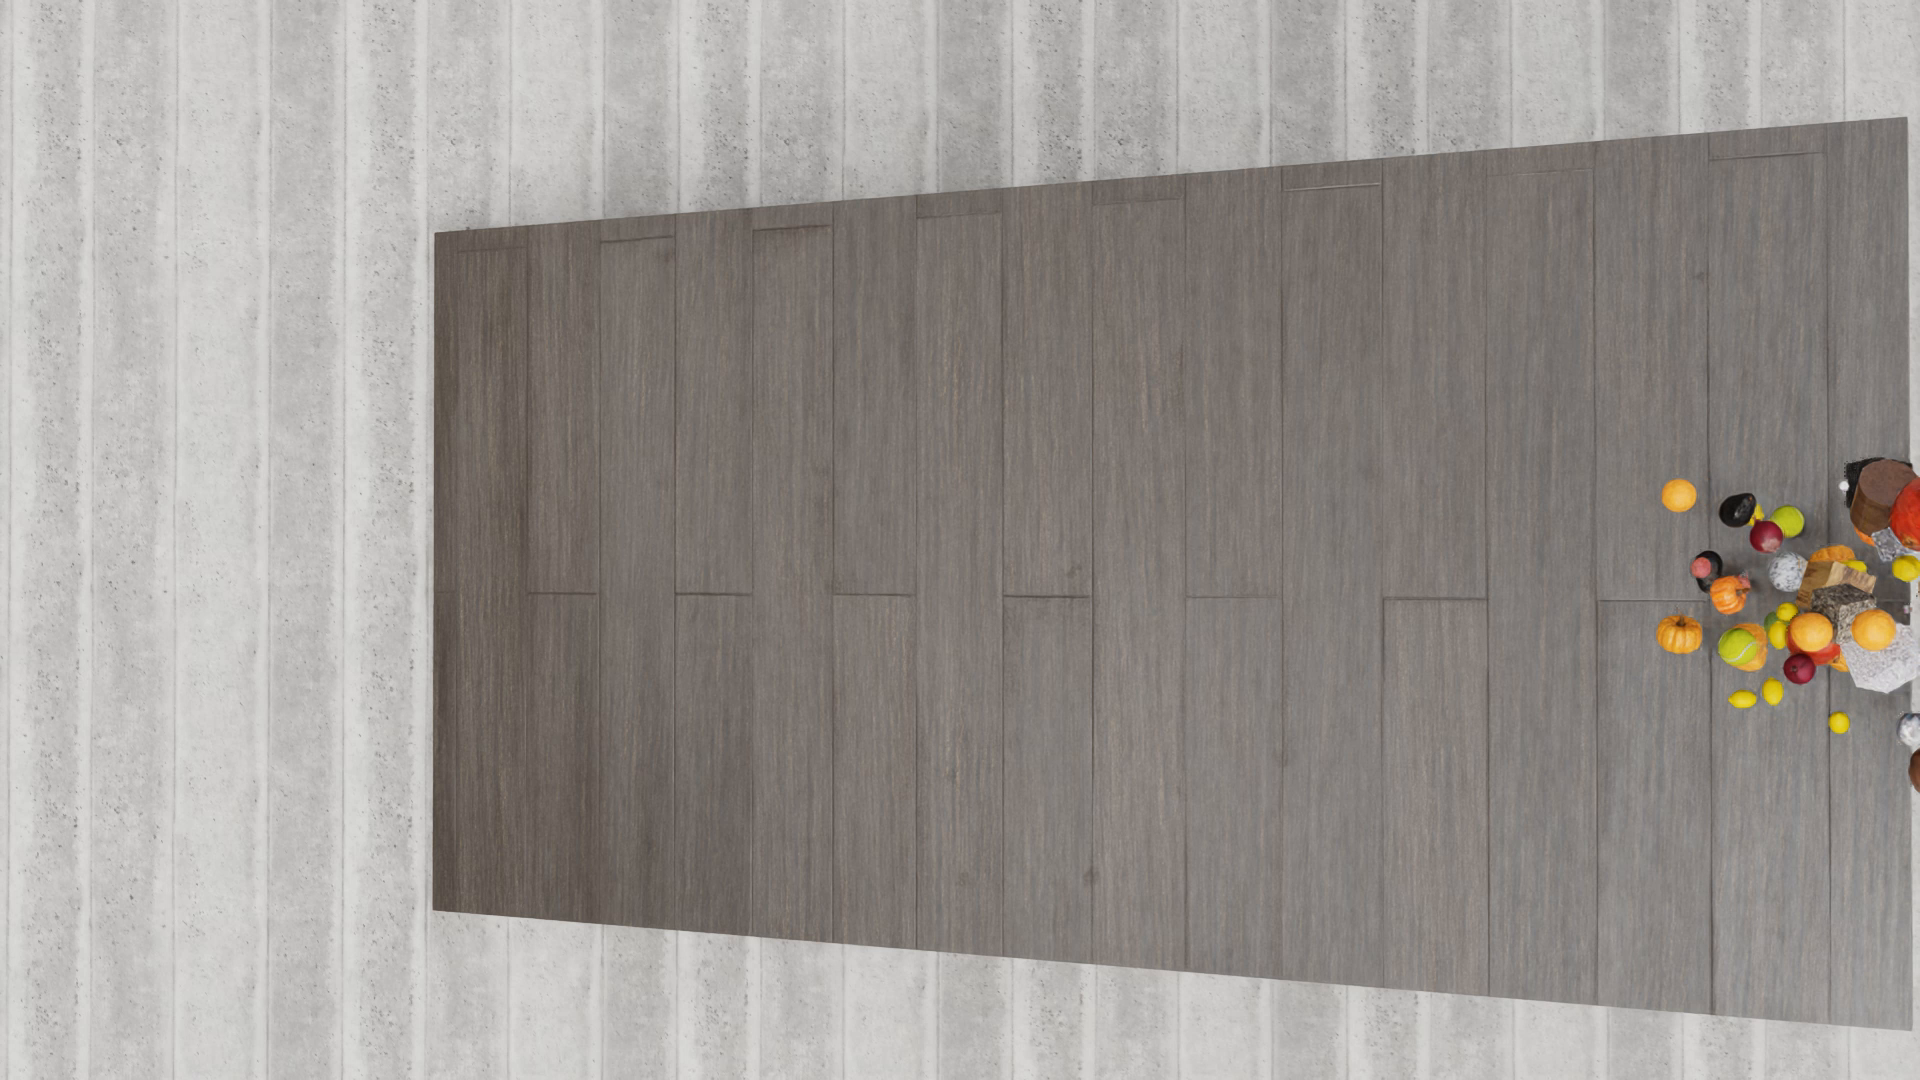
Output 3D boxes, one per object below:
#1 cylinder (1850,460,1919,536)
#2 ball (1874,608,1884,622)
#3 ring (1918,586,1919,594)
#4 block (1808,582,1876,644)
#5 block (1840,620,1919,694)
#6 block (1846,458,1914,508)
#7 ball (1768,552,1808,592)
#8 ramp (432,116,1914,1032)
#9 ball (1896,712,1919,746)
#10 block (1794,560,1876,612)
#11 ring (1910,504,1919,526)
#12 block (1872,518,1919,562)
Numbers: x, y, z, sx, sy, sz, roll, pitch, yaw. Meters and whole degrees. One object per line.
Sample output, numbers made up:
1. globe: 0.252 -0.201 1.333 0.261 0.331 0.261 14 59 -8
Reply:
1. cylinder: 1.611 -0.071 3.832 0.099 0.099 0.099 -6 55 8
2. ball: 1.804 0.167 4.395 0.081 0.081 0.081 0 89 0
3. ring: 1.461 0.037 3.210 0.050 0.149 0.149 40 89 8
4. block: 1.623 0.135 4.047 0.079 0.079 0.079 -10 113 -16
5. block: 1.709 0.216 4.070 0.093 0.093 0.093 11 53 -31
6. block: 1.709 -0.102 4.089 0.082 0.082 0.082 -12 105 -27
7. ball: 1.811 0.069 4.806 0.088 0.088 0.088 0 89 0
8. ramp: 0.282 0.082 5.693 4.000 0.100 2.000 0 89 25
9. ball: 1.897 0.376 4.373 0.067 0.067 0.067 0 89 0
10. block: 1.735 0.103 4.361 0.095 0.095 0.095 20 85 -8
11. ring: 1.683 -0.024 3.814 0.094 0.031 0.094 -4 98 -31
12. block: 1.595 0.001 3.736 0.054 0.054 0.054 -18 84 -12
